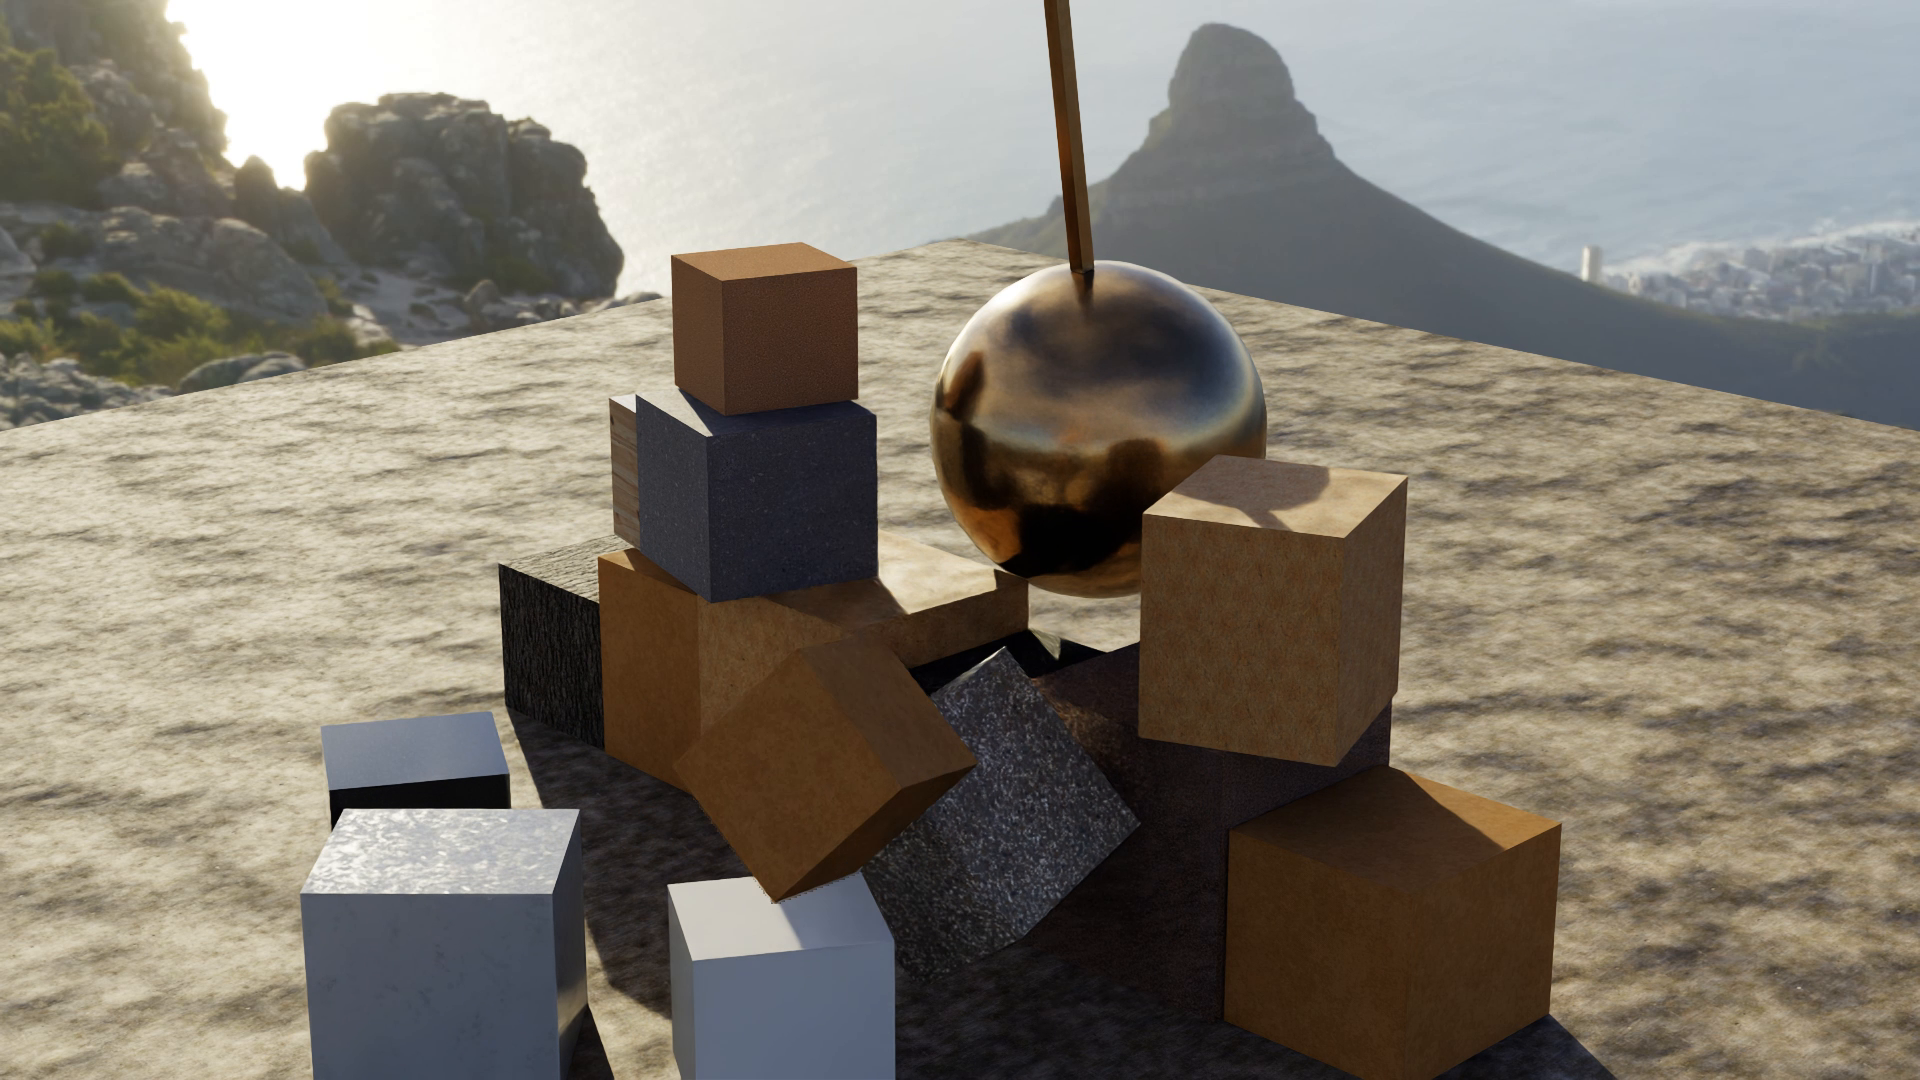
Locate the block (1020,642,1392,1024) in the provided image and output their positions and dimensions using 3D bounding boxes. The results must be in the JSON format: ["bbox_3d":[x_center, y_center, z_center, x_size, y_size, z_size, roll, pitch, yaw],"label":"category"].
[{"bbox_3d":[1.036,1.182,12.621,1.117,1.178,1.147,-17,24,-42],"label":"block"}]

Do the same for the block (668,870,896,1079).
[{"bbox_3d":[-0.702,1.786,11.449,0.769,0.727,0.706,-4,18,-12],"label":"block"}]

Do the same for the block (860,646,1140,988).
[{"bbox_3d":[0.008,1.144,12.028,0.823,0.915,0.798,-39,2,-39],"label":"block"}]

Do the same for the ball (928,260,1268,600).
[{"bbox_3d":[0.653,-0.521,13.862,1.600,1.600,1.600,0,17,0],"label":"ball"}]

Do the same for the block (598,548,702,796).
[{"bbox_3d":[-1.151,0.597,14.693,0.912,1.051,0.938,-15,23,-39],"label":"block"}]

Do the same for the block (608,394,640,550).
[{"bbox_3d":[-1.284,-0.326,14.683,0.677,0.715,0.752,-10,20,-28],"label":"block"}]

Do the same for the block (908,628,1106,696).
[{"bbox_3d":[0.330,1.062,13.333,0.856,0.980,0.842,-17,24,-42],"label":"block"}]

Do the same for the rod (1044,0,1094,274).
[{"bbox_3d":[0.283,-3.615,12.502,0.080,5.200,0.080,17,33,42],"label":"rod"}]

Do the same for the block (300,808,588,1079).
[{"bbox_3d":[-2.033,1.636,11.694,0.962,0.867,0.830,0,17,0],"label":"block"}]

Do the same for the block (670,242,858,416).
[{"bbox_3d":[-0.920,-1.002,13.786,0.675,0.632,0.636,-9,19,-25],"label":"block"}]

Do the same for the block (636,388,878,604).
[{"bbox_3d":[-0.959,-0.260,13.792,0.848,0.788,0.862,-9,20,-26],"label":"block"}]

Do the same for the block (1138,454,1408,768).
[{"bbox_3d":[1.285,0.267,11.988,0.826,0.948,0.934,7,19,22],"label":"block"}]

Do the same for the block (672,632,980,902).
[{"bbox_3d":[-0.501,0.847,11.072,0.646,0.693,0.701,52,21,12],"label":"block"}]

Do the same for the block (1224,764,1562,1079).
[{"bbox_3d":[1.760,1.561,11.961,1.002,0.850,0.909,-17,24,-42],"label":"block"}]

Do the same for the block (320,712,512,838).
[{"bbox_3d":[-2.352,1.311,12.736,0.747,0.862,0.763,-4,18,-14],"label":"block"}]

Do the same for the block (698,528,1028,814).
[{"bbox_3d":[-0.460,0.750,13.925,1.082,1.219,1.129,-15,23,-39],"label":"block"}]

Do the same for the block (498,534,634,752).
[{"bbox_3d":[-1.786,0.512,15.389,0.865,0.796,0.907,-15,23,-40],"label":"block"}]
